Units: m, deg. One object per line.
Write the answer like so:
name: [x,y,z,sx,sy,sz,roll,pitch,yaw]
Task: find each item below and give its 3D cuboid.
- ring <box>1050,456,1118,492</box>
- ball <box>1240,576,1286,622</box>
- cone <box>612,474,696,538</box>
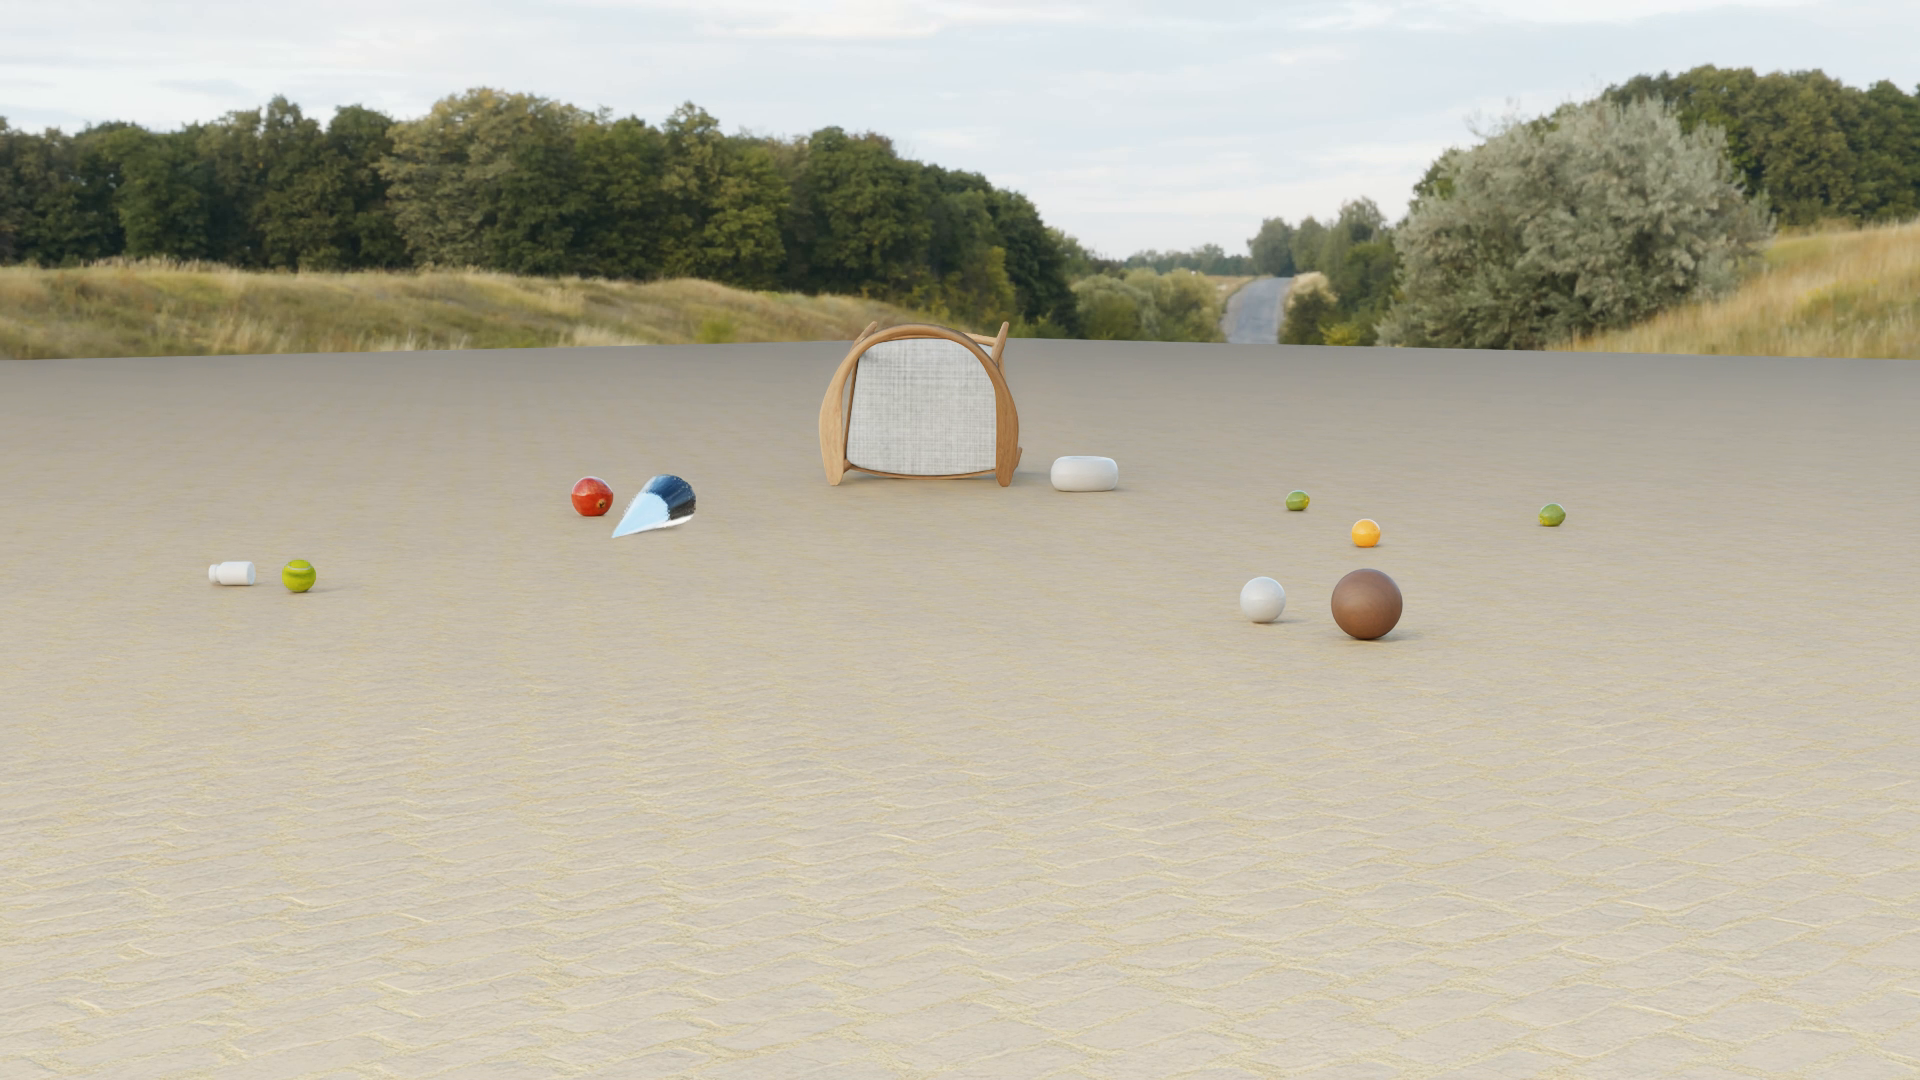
ring: [0.383,-0.202,7.885,0.226,0.101,0.170,-2,8,-31]
ball: [0.576,0.114,4.879,0.088,0.088,0.088,0,6,0]
cone: [-0.825,-0.056,6.623,0.162,0.138,0.345,3,18,19]
